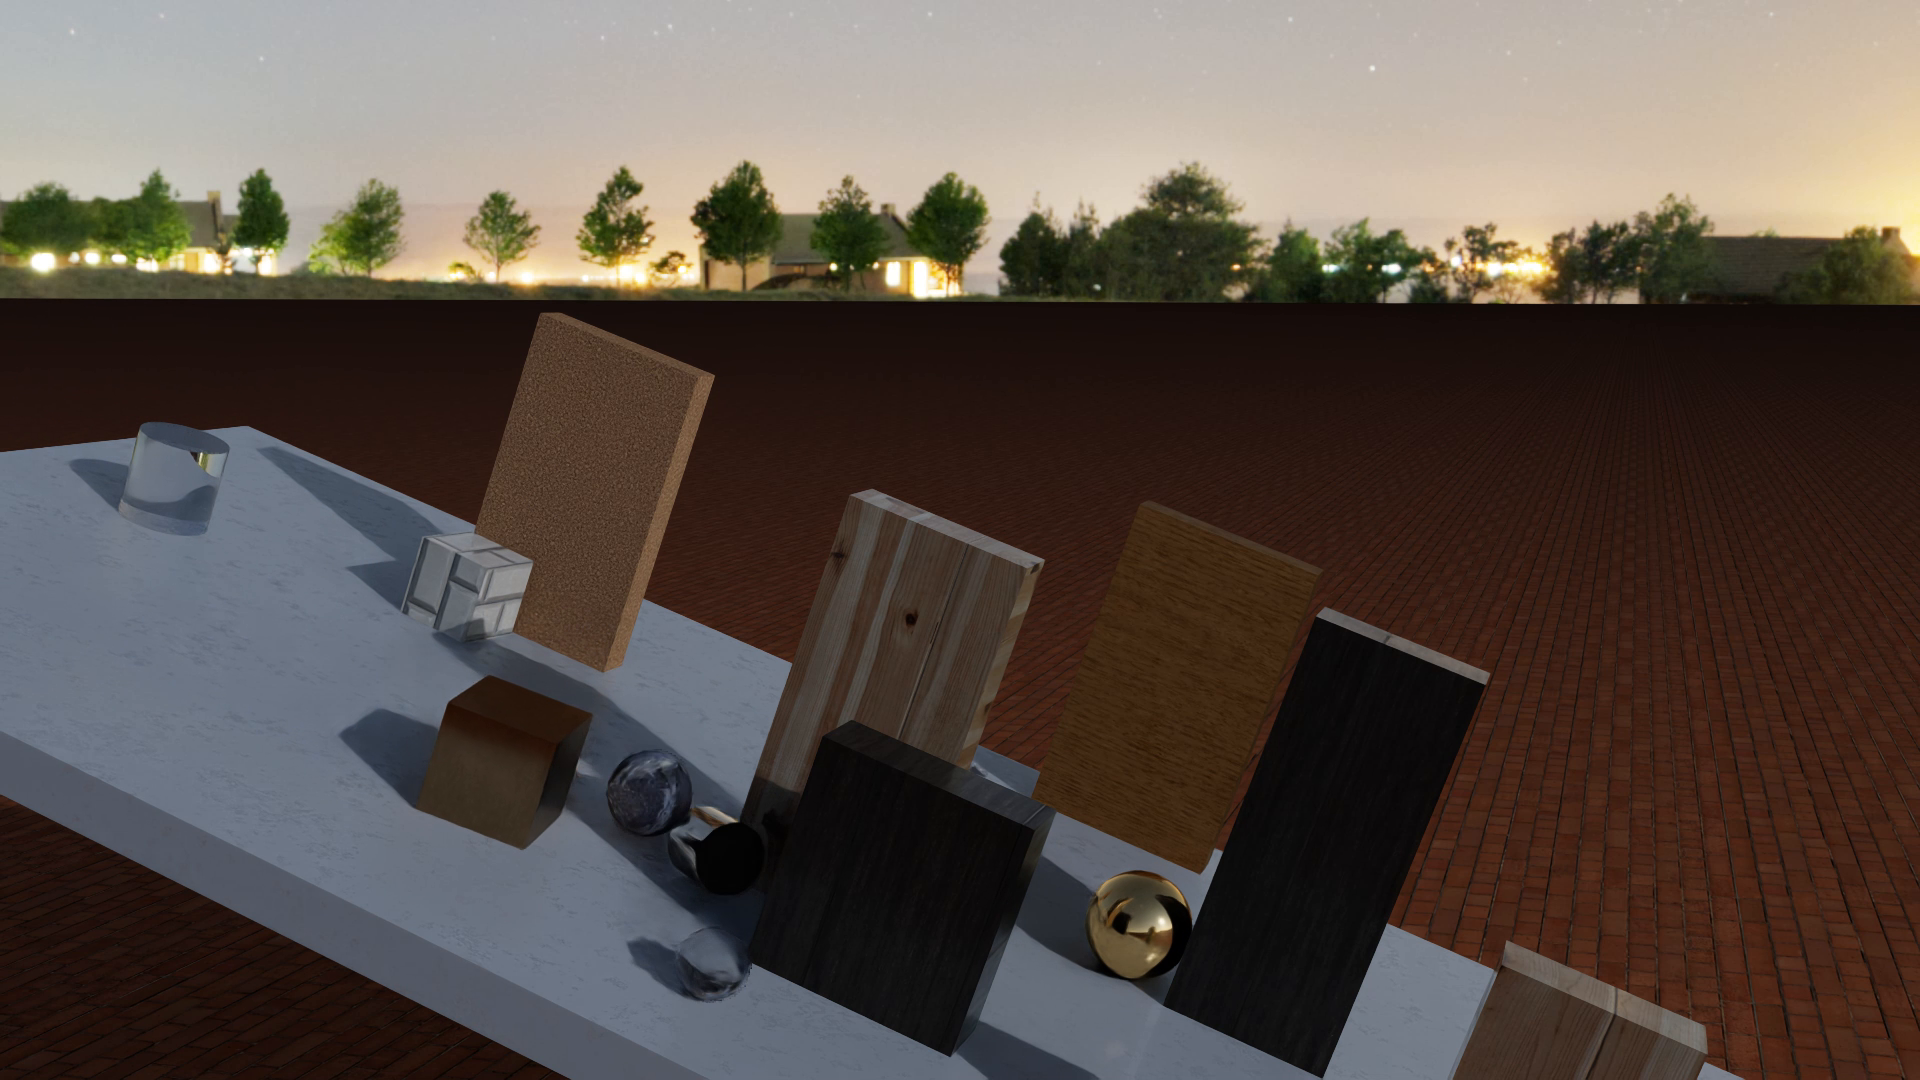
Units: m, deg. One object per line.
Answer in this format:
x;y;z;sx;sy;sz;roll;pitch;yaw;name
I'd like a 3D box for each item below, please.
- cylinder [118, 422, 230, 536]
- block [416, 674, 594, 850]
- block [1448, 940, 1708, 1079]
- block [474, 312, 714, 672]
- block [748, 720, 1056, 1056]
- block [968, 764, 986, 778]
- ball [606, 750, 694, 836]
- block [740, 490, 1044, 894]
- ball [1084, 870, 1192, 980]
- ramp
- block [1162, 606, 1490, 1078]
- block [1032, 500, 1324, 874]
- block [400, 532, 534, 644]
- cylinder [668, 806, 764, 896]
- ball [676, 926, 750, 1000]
-1.677;-0.131;4.694;0.187;0.187;0.187;19;12;-4;cylinder
-0.786;0.382;3.804;0.200;0.200;0.200;20;12;4;block
0.755;0.889;2.983;0.278;0.616;0.113;22;13;14;block
-0.816;-0.104;4.741;0.385;0.678;0.089;22;13;14;block
-0.097;0.563;3.584;0.375;0.407;0.137;22;13;14;block
-0.070;0.510;4.462;0.151;0.151;0.151;10;16;-38;block
-0.557;0.455;3.949;0.154;0.154;0.154;0;7;0;ball
-0.139;0.314;3.849;0.335;0.727;0.115;22;13;14;block
0.331;0.714;4.076;0.200;0.200;0.200;0;7;0;ball
-0.334;0.611;4.211;4.000;0.100;2.000;22;13;14;ramp
0.654;0.543;3.951;0.312;0.778;0.118;22;13;14;block
0.468;0.320;4.798;0.408;0.710;0.092;22;13;14;block
-1.051;0.099;4.693;0.172;0.172;0.172;24;13;19;block
-0.422;0.536;3.800;0.127;0.127;0.127;-4;9;-29;cylinder
-0.384;0.659;3.420;0.113;0.113;0.113;0;7;0;ball
